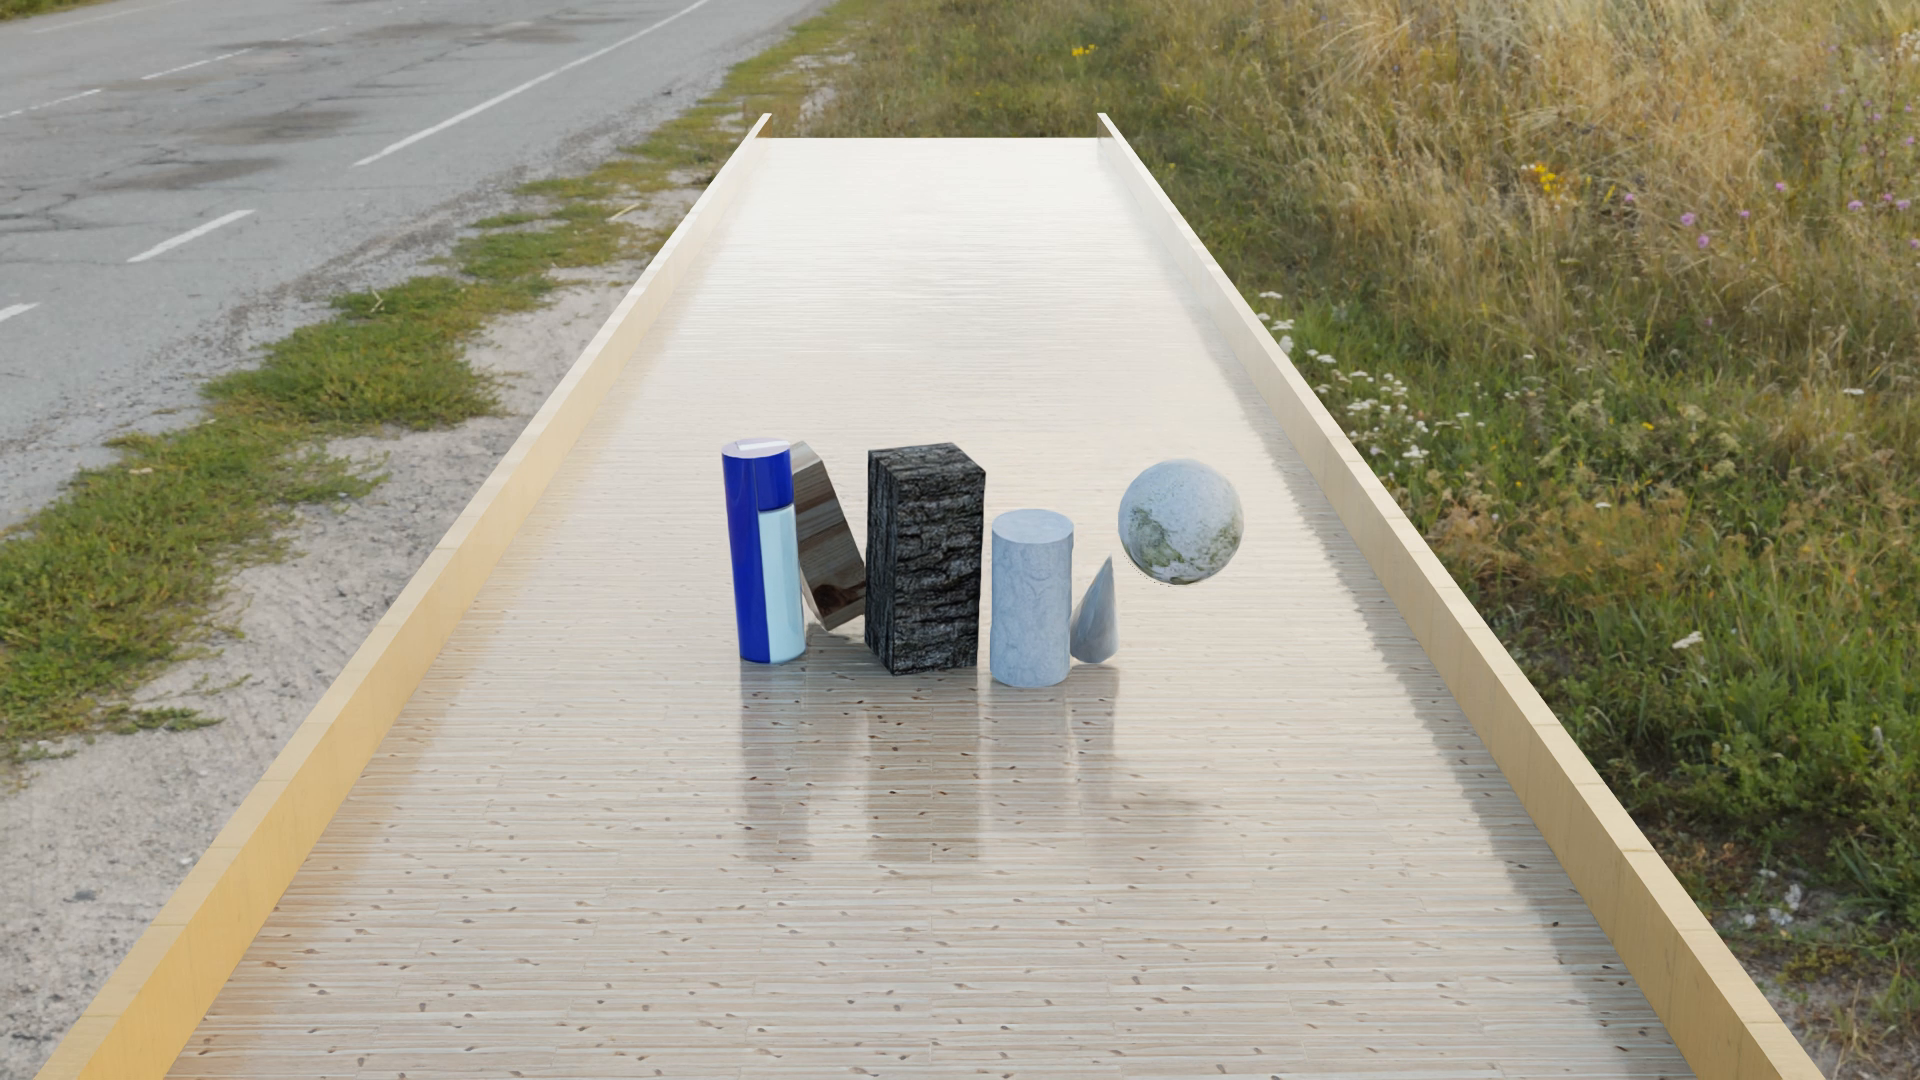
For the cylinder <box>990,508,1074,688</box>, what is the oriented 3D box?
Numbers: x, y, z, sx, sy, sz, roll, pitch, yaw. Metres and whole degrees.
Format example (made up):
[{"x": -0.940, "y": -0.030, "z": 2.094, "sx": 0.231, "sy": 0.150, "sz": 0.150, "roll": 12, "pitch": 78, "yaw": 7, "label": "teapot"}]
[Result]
[{"x": 0.138, "y": 0.113, "z": 4.259, "sx": 0.156, "sy": 0.313, "sz": 0.156, "roll": 0, "pitch": 26, "yaw": 0, "label": "cylinder"}]

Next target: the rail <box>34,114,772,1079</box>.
[{"x": -1.118, "y": -0.838, "z": 7.780, "sx": 0.050, "sy": 0.150, "sz": 12.000, "roll": 0, "pitch": 17, "yaw": -1, "label": "rail"}]

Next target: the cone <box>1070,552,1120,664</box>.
[{"x": 0.271, "y": 0.107, "z": 4.227, "sx": 0.117, "sy": 0.117, "sz": 0.424, "roll": -1, "pitch": -24, "yaw": -2, "label": "cone"}]

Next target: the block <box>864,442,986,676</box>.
[{"x": -0.073, "y": 0.037, "z": 4.353, "sx": 0.178, "sy": 0.412, "sz": 0.178, "roll": -6, "pitch": 23, "yaw": -20, "label": "block"}]

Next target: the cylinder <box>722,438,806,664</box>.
[{"x": -0.390, "y": 0.022, "z": 4.381, "sx": 0.135, "sy": 0.431, "sz": 0.135, "roll": -3, "pitch": 19, "yaw": 1, "label": "cylinder"}]

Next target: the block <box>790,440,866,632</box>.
[{"x": -0.300, "y": -0.008, "z": 4.562, "sx": 0.125, "sy": 0.363, "sz": 0.125, "roll": -27, "pitch": 29, "yaw": -11, "label": "block"}]

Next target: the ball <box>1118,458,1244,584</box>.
[{"x": 0.419, "y": -0.035, "z": 4.176, "sx": 0.240, "sy": 0.240, "sz": 0.240, "roll": 0, "pitch": 17, "yaw": 0, "label": "ball"}]

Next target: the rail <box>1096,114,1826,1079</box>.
[{"x": 0.932, "y": -0.844, "z": 7.801, "sx": 0.050, "sy": 0.150, "sz": 12.000, "roll": 0, "pitch": 17, "yaw": -1, "label": "rail"}]
